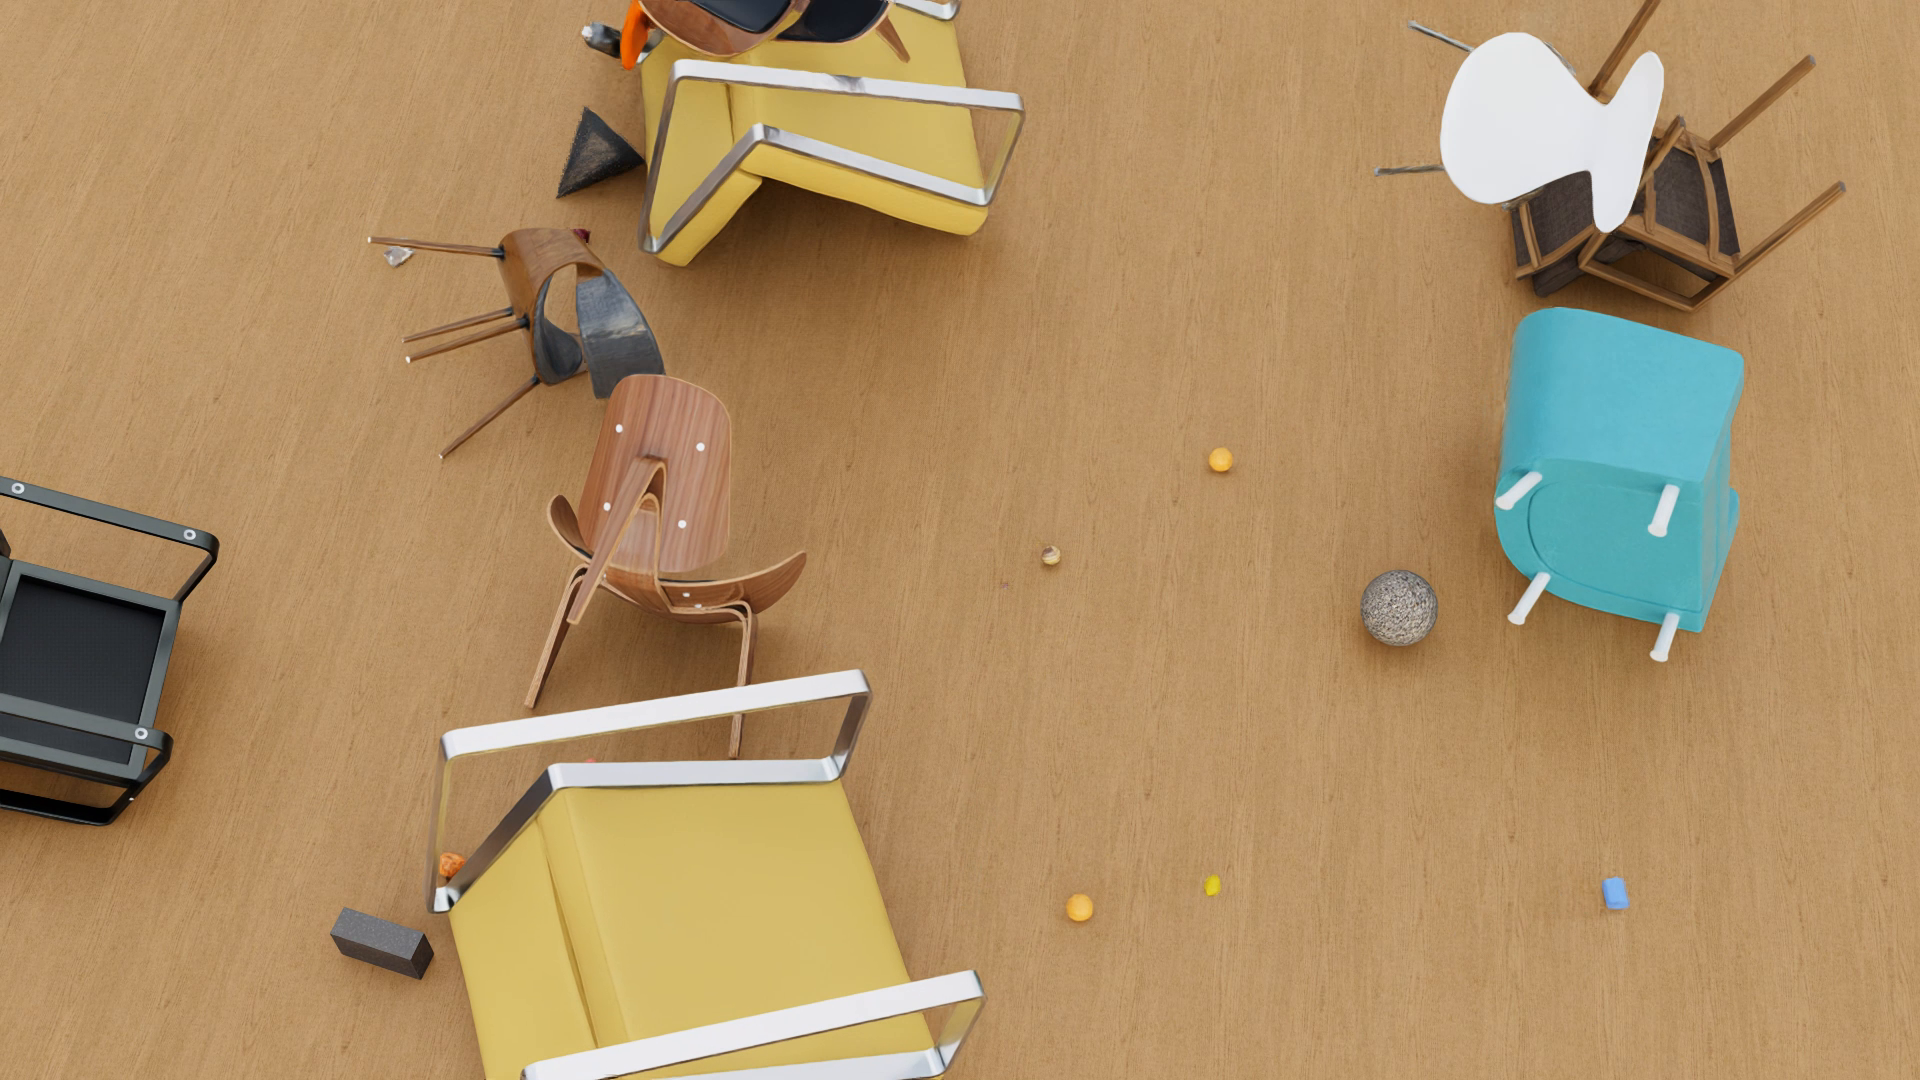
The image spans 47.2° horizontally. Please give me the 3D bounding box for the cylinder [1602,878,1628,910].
[{"bbox_3d":[1.758,0.949,5.905,0.056,0.053,0.069,-8,56,6],"label":"cylinder"}]

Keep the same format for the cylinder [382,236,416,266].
[{"bbox_3d":[-1.830,-0.942,7.183,0.060,0.034,0.092,46,65,3],"label":"cylinder"}]

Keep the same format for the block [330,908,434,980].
[{"bbox_3d":[-1.518,1.061,5.780,0.232,0.135,0.080,16,58,10],"label":"block"}]

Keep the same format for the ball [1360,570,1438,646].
[{"bbox_3d":[1.261,0.195,6.310,0.220,0.220,0.220,0,56,0],"label":"ball"}]

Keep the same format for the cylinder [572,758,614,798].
[{"bbox_3d":[-1.015,0.660,6.082,0.072,0.080,0.089,31,48,19],"label":"cylinder"}]

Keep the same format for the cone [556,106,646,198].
[{"bbox_3d":[-1.248,-1.245,7.335,0.271,0.273,0.297,43,91,-7],"label":"cone"}]

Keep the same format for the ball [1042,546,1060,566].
[{"bbox_3d":[0.270,0.046,6.509,0.057,0.057,0.057,0,56,0],"label":"ball"}]
